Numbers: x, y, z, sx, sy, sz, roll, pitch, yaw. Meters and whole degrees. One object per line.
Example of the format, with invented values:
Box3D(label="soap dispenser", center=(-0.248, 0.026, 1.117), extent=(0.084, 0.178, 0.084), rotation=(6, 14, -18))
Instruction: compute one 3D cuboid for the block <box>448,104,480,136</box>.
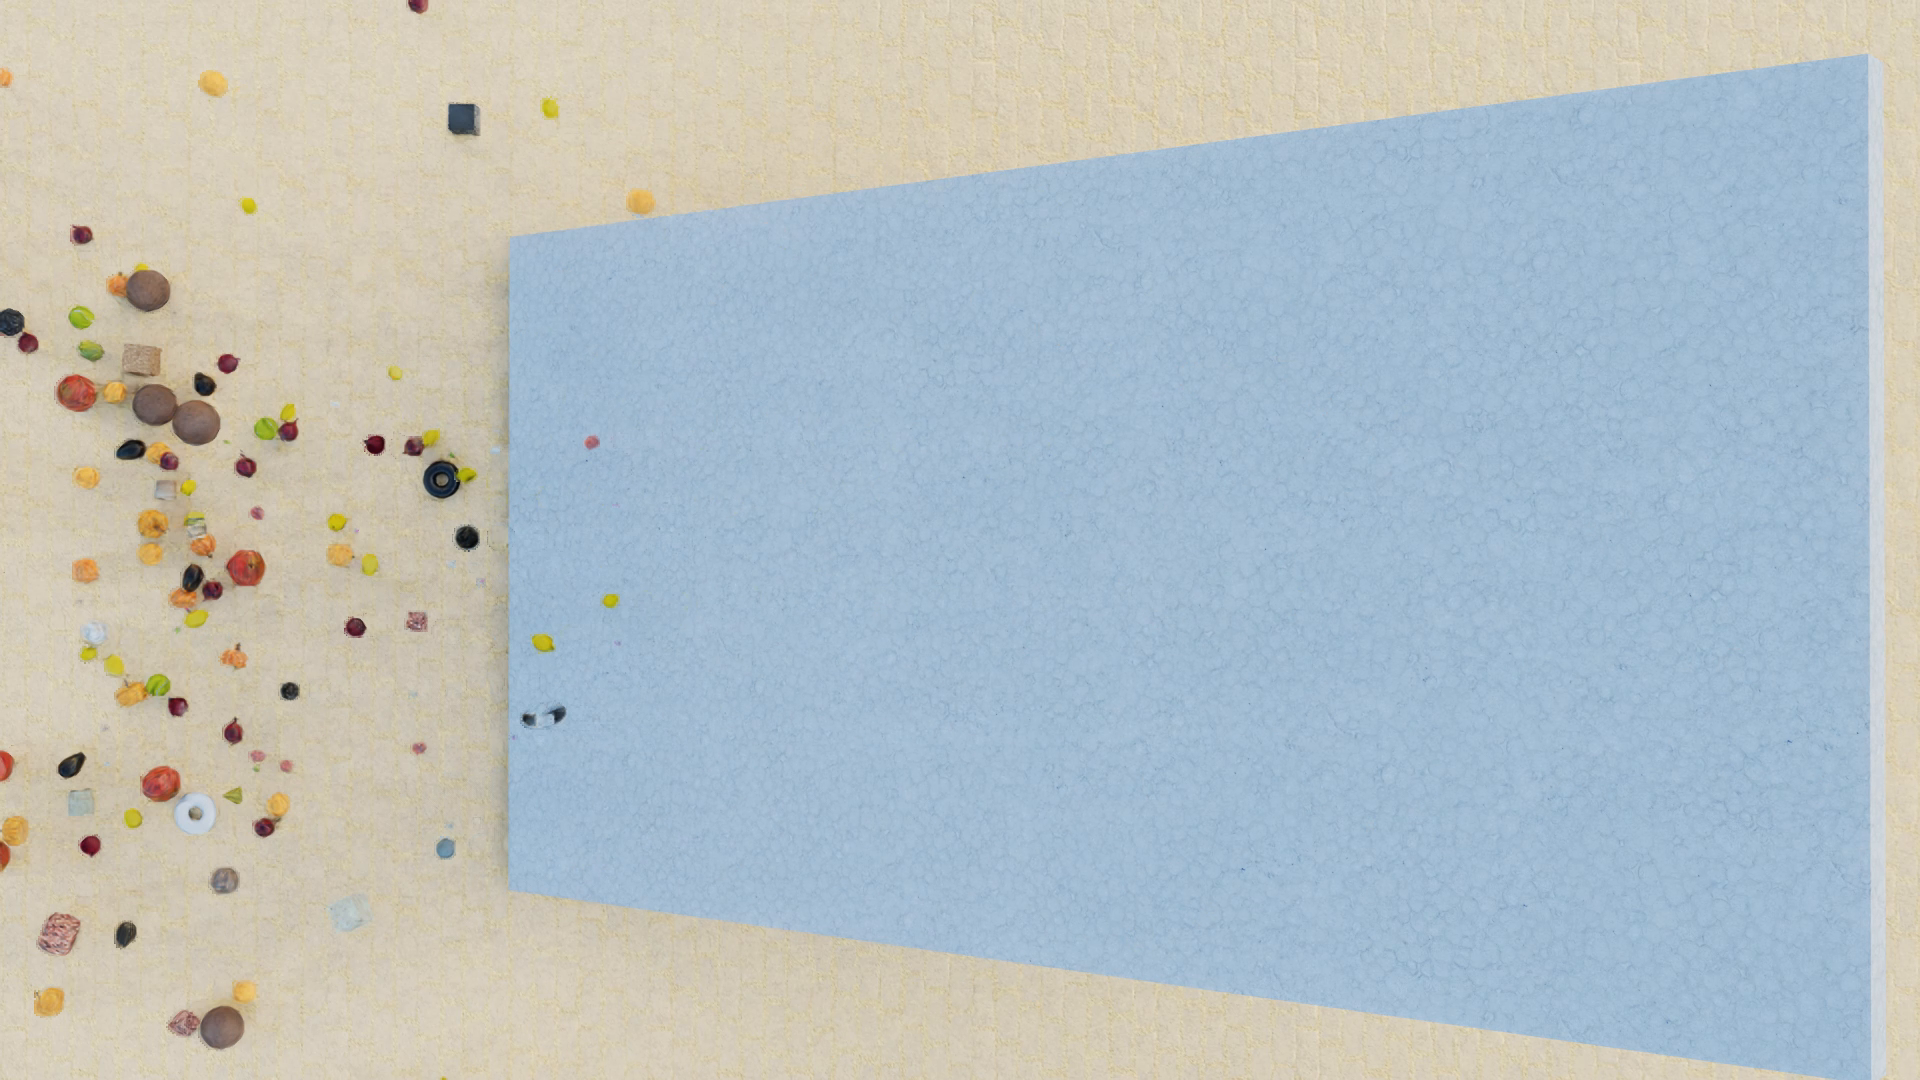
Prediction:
Box3D(label="block", center=(-1.529, -1.297, 6.783), extent=(0.080, 0.080, 0.080), rotation=(2, 90, 0))

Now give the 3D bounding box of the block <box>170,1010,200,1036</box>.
Box3D(label="block", center=(-2.381, 1.485, 6.754), extent=(0.054, 0.054, 0.054), rotation=(56, 46, -27))

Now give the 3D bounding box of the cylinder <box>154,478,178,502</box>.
Box3D(label="cylinder", center=(-2.448, -0.155, 6.780), extent=(0.062, 0.062, 0.062), rotation=(7, 101, 0))

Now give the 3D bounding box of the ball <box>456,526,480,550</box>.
Box3D(label="ball", center=(-1.519, -0.007, 6.778), extent=(0.072, 0.072, 0.072), rotation=(0, 90, 0))

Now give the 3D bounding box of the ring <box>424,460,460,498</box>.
Box3D(label="ring", center=(-1.601, -0.186, 6.796), extent=(0.117, 0.039, 0.117), rotation=(0, 89, 0))

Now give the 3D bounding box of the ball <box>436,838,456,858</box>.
Box3D(label="ball", center=(-1.586, 0.950, 6.778), extent=(0.060, 0.060, 0.060), rotation=(0, 90, 0))

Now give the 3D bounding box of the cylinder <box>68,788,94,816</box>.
Box3D(label="cylinder", center=(-2.706, 0.807, 6.770), extent=(0.072, 0.072, 0.072), rotation=(-4, 92, 0))

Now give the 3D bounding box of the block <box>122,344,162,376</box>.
Box3D(label="block", center=(-2.521, -0.555, 6.775), extent=(0.085, 0.085, 0.085), rotation=(5, 90, 0))

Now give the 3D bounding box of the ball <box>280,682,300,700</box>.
Box3D(label="ball", center=(-2.067, 0.465, 6.783), extent=(0.055, 0.055, 0.055), rotation=(0, 90, 0))

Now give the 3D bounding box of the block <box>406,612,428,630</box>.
Box3D(label="block", center=(-1.666, 0.248, 6.746), extent=(0.050, 0.050, 0.050), rotation=(6, 82, -5))

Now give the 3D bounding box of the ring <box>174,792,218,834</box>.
Box3D(label="ring", center=(-2.359, 0.844, 6.787), extent=(0.132, 0.044, 0.132), rotation=(0, 88, 0))

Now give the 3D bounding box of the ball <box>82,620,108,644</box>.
Box3D(label="ball", center=(-2.662, 0.284, 6.775), extent=(0.075, 0.075, 0.075), rotation=(0, 90, 0))

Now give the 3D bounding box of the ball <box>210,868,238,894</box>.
Box3D(label="ball", center=(-2.262, 1.048, 6.766), extent=(0.082, 0.082, 0.082), rotation=(0, 90, 0))

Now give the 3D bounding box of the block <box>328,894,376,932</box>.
Box3D(label="block", center=(-1.858, 1.140, 6.715), extent=(0.086, 0.086, 0.086), rotation=(-27, 78, 10))

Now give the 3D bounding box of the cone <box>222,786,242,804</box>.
Box3D(label="cone", center=(-2.239, 0.785, 6.745), extent=(0.056, 0.056, 0.056), rotation=(5, 89, -41))

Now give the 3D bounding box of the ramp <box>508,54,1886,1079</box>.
Box3D(label="ramp", center=(0.222, 0.063, 5.539), extent=(4.000, 0.100, 2.000), rotation=(0, 90, 38))

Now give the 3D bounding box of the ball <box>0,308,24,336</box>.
Box3D(label="ball", center=(-2.917, -0.669, 6.755), extent=(0.082, 0.082, 0.082), rotation=(0, 90, 0))
